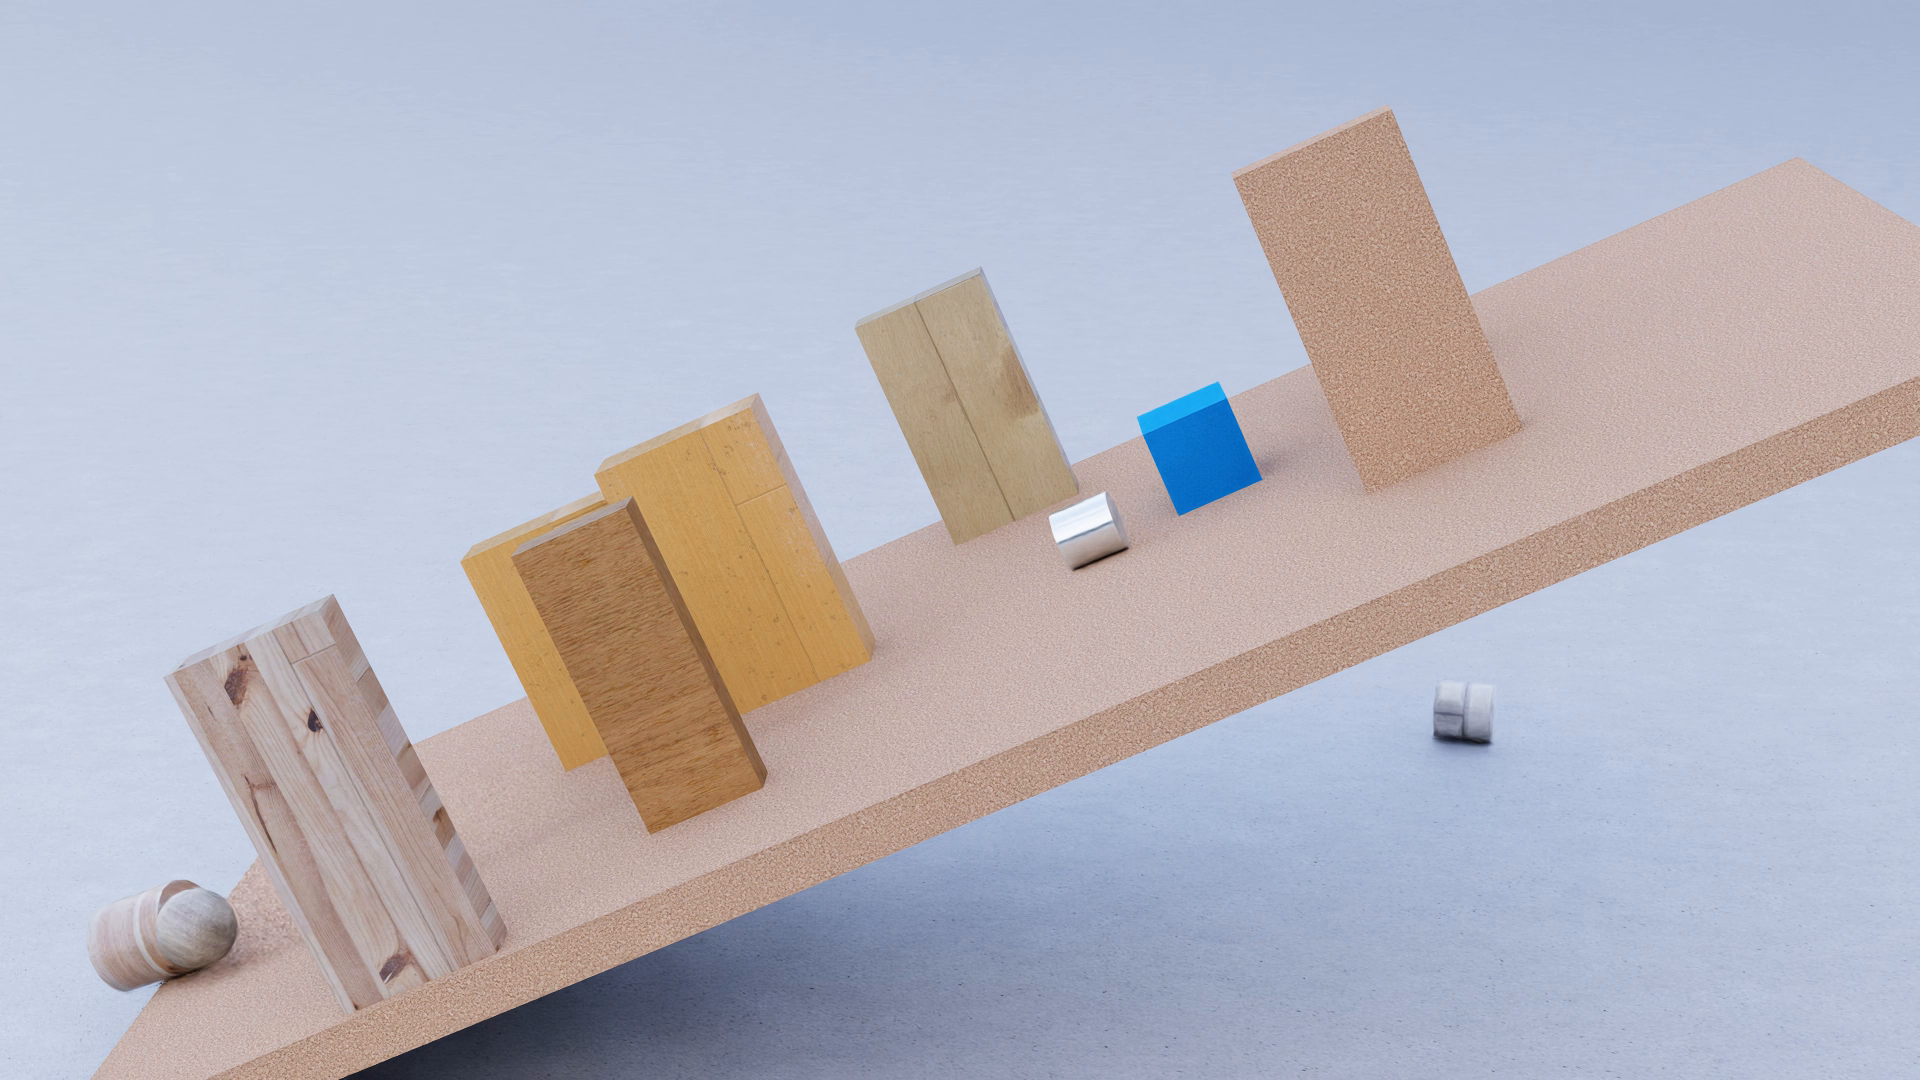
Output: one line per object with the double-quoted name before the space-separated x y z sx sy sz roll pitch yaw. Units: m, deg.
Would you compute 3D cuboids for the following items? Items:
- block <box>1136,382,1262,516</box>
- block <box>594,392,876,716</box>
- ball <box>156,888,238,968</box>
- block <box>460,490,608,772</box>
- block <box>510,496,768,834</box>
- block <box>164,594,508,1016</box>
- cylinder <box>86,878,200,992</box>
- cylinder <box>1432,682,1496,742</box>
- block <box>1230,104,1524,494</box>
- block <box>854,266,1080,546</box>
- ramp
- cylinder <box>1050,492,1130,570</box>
"block" 0.518 -0.200 6.381 0.195 0.195 0.195 -24 13 5
"block" -0.480 0.041 6.333 0.368 0.608 0.149 -23 13 8
"ball" -1.607 0.818 6.190 0.168 0.168 0.168 0 15 0
"block" -0.800 0.187 6.522 0.398 0.529 0.136 -23 13 8
"block" -0.622 0.247 5.747 0.247 0.619 0.092 -23 13 8
"block" -1.158 0.498 5.487 0.323 0.729 0.109 -23 13 8
"cylinder" -1.740 0.853 6.348 0.197 0.197 0.197 -20 8 22
"cylinder" 1.401 0.477 8.170 0.156 0.156 0.156 4 16 15
"block" 0.820 -0.468 5.776 0.330 0.689 0.082 -23 13 8
"block" 0.019 -0.313 6.912 0.319 0.571 0.102 -23 13 8
"ramp" 0.132 0.170 6.284 4.000 0.100 2.000 -23 13 8
"cylinder" 0.276 -0.021 6.265 0.129 0.129 0.129 -22 11 12
